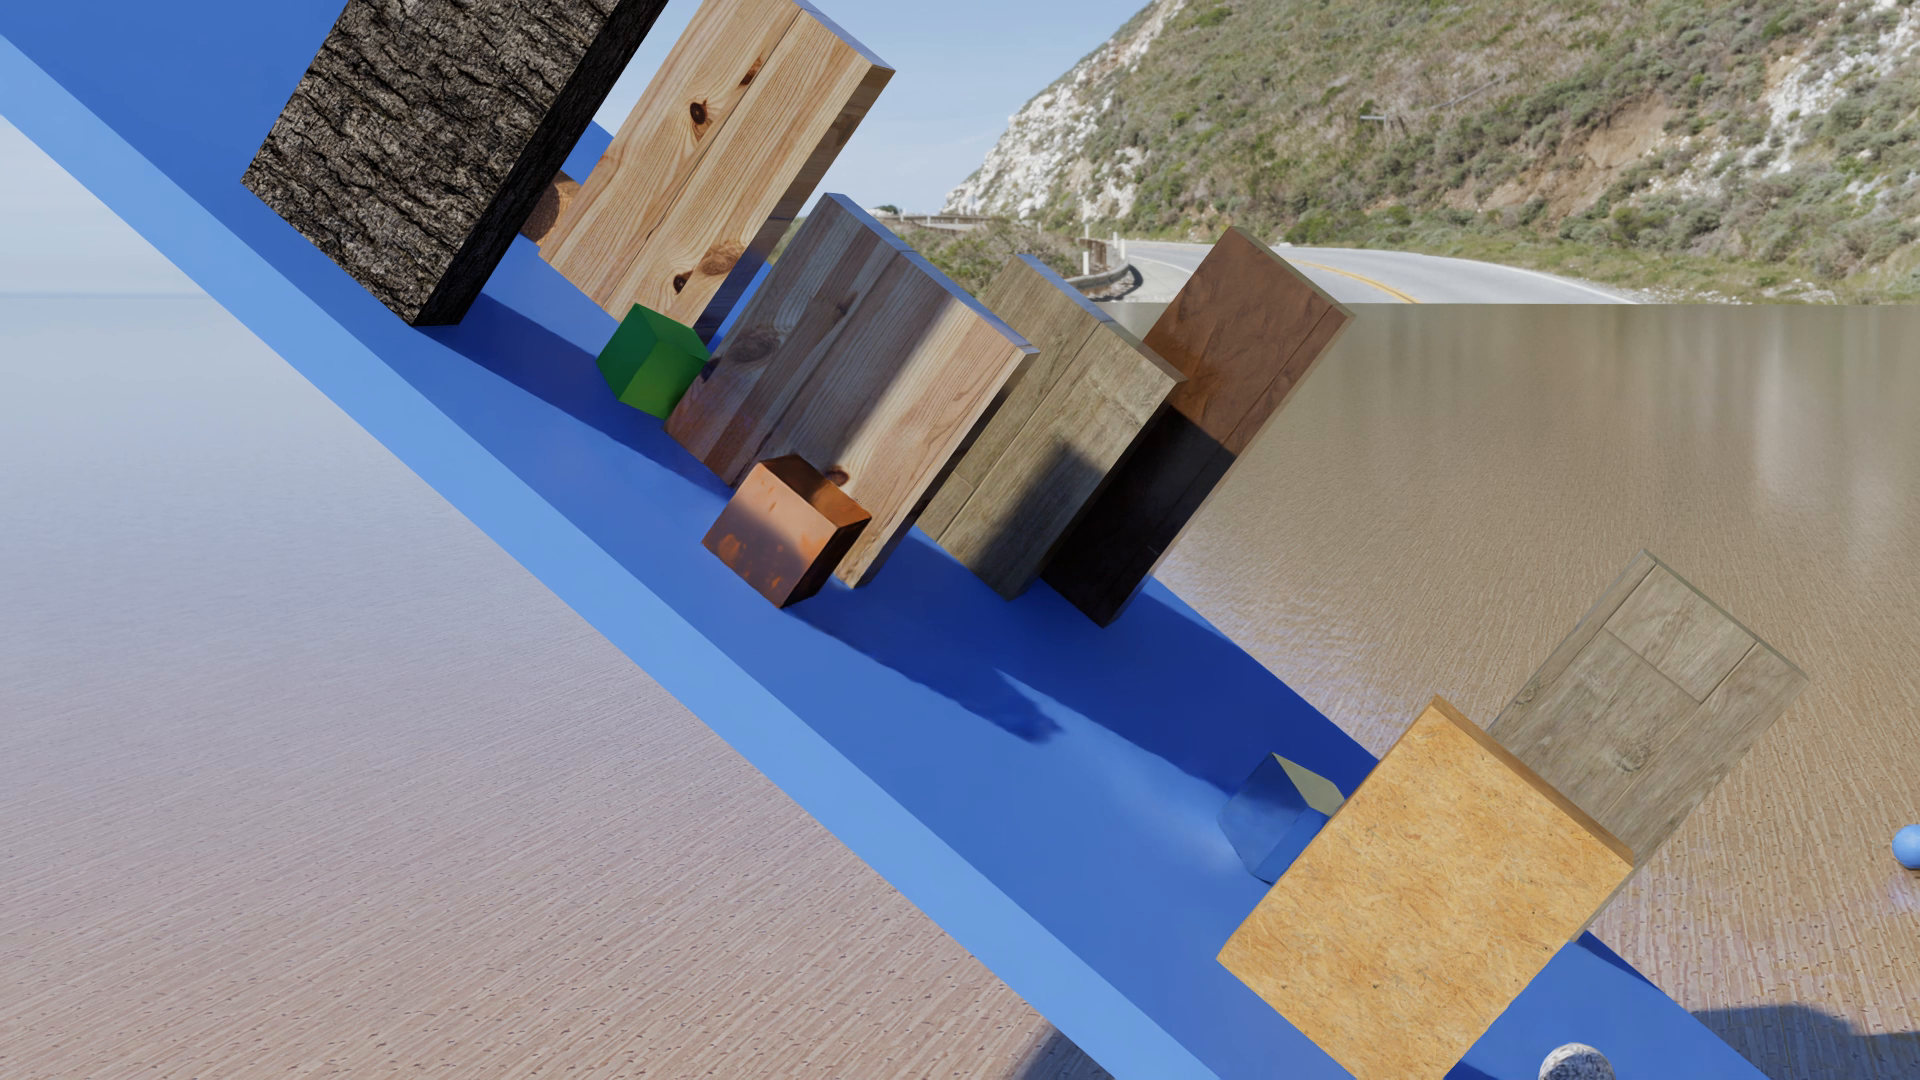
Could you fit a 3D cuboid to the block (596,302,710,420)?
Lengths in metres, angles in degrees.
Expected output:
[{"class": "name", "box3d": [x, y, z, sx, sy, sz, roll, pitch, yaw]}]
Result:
[{"class": "block", "box3d": [-0.521, -0.302, 3.774, 0.129, 0.129, 0.129, 23, 21, -40]}]

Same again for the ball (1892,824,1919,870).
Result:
[{"class": "ball", "box3d": [2.982, 0.957, 6.854, 0.140, 0.140, 0.140, 0, 7, 0]}]

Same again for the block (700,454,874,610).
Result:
[{"class": "block", "box3d": [-0.269, -0.016, 3.440, 0.162, 0.162, 0.162, 40, 16, 9]}]

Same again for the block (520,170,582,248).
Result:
[{"class": "block", "box3d": [-0.770, -0.625, 4.185, 0.114, 0.114, 0.114, 39, 16, 6]}]

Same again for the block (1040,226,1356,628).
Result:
[{"class": "block", "box3d": [0.421, -0.221, 4.356, 0.286, 0.778, 0.144, 40, 16, 9]}]

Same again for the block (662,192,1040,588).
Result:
[{"class": "block", "box3d": [-0.186, -0.248, 3.665, 0.430, 0.493, 0.095, 40, 16, 9]}]

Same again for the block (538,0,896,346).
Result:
[{"class": "block", "box3d": [-0.451, -0.691, 4.041, 0.328, 0.664, 0.130, 40, 16, 9]}]

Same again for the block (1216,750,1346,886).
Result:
[{"class": "block", "box3d": [0.574, 0.496, 3.793, 0.158, 0.158, 0.158, 27, 18, -31]}]

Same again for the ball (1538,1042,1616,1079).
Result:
[{"class": "ball", "box3d": [1.030, 0.904, 3.671, 0.125, 0.125, 0.125, 0, 7, 0]}]

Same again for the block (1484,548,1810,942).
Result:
[{"class": "block", "box3d": [1.357, 0.430, 4.601, 0.414, 0.727, 0.108, 40, 16, 9]}]

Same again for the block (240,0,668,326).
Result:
[{"class": "block", "box3d": [-0.753, -0.739, 3.390, 0.371, 0.741, 0.147, 40, 16, 9]}]

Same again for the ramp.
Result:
[{"class": "ramp", "box3d": [-0.046, 0.103, 4.061, 4.000, 0.100, 2.000, 40, 16, 9]}]

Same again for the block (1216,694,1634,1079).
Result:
[{"class": "block", "box3d": [0.681, 0.541, 3.249, 0.359, 0.508, 0.097, 40, 16, 9]}]

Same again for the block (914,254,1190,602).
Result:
[{"class": "block", "box3d": [0.114, -0.212, 4.147, 0.384, 0.523, 0.123, 40, 16, 9]}]
